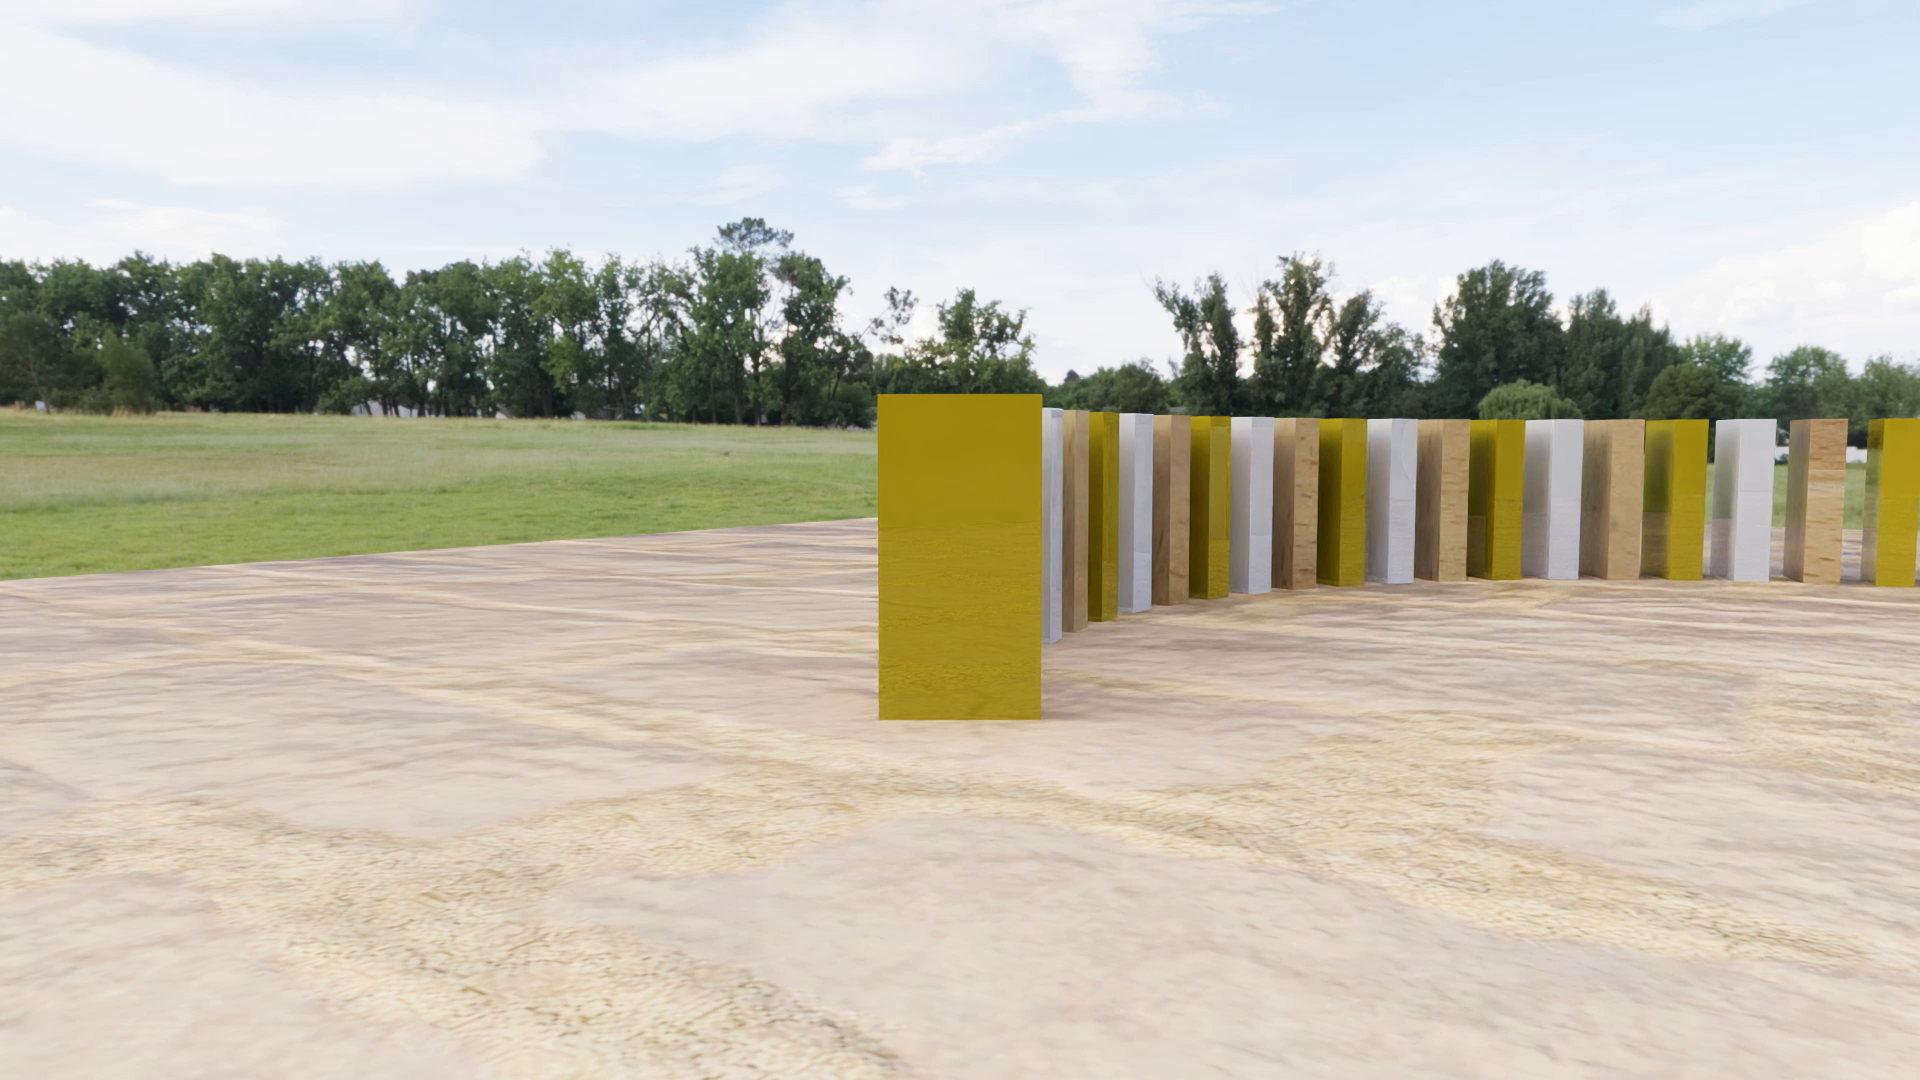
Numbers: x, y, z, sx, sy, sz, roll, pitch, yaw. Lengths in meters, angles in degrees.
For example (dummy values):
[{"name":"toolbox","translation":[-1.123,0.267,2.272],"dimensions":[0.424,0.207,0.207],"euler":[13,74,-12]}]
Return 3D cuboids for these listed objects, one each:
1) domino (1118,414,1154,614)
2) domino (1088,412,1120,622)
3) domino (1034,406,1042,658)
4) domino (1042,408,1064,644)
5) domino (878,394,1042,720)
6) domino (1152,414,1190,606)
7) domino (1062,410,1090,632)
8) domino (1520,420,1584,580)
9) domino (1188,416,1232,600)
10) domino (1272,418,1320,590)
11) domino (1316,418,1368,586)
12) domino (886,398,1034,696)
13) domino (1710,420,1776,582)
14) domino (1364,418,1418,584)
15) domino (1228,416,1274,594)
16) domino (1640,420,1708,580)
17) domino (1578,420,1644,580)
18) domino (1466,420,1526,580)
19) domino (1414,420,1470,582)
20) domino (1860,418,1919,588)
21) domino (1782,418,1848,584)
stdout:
[{"name":"domino","translation":[0.036,-0.007,0.331],"dimensions":[0.025,0.050,0.009],"euler":[3,5,36]},{"name":"domino","translation":[0.025,-0.006,0.315],"dimensions":[0.025,0.050,0.009],"euler":[2,5,30]},{"name":"domino","translation":[0.003,-0.002,0.260],"dimensions":[0.025,0.050,0.009],"euler":[1,4,12]},{"name":"domino","translation":[0.009,-0.003,0.279],"dimensions":[0.025,0.050,0.010],"euler":[1,5,19]},{"name":"domino","translation":[0.000,0.002,0.201],"dimensions":[0.025,0.050,0.009],"euler":[0,4,0]},{"name":"domino","translation":[0.049,-0.008,0.347],"dimensions":[0.025,0.050,0.009],"euler":[4,6,42]},{"name":"domino","translation":[0.016,-0.005,0.297],"dimensions":[0.025,0.050,0.009],"euler":[2,5,24]},{"name":"domino","translation":[0.188,-0.013,0.412],"dimensions":[0.009,0.050,0.025],"euler":[0,4,-2]},{"name":"domino","translation":[0.063,-0.010,0.361],"dimensions":[0.009,0.050,0.025],"euler":[-4,6,-42]},{"name":"domino","translation":[0.094,-0.011,0.384],"dimensions":[0.009,0.050,0.025],"euler":[-3,5,-31]},{"name":"domino","translation":[0.112,-0.012,0.394],"dimensions":[0.009,0.050,0.025],"euler":[-2,5,-25]},{"name":"domino","translation":[0.000,0.001,0.221],"dimensions":[0.025,0.050,0.009],"euler":[0,4,1]},{"name":"domino","translation":[0.247,-0.013,0.406],"dimensions":[0.010,0.050,0.025],"euler":[1,4,15]},{"name":"domino","translation":[0.130,-0.013,0.401],"dimensions":[0.009,0.050,0.025],"euler":[-2,5,-20]},{"name":"domino","translation":[0.078,-0.010,0.373],"dimensions":[0.009,0.050,0.025],"euler":[-3,5,-37]},{"name":"domino","translation":[0.228,-0.013,0.410],"dimensions":[0.009,0.050,0.025],"euler":[1,4,9]},{"name":"domino","translation":[0.208,-0.013,0.412],"dimensions":[0.009,0.050,0.025],"euler":[0,4,3]},{"name":"domino","translation":[0.169,-0.013,0.411],"dimensions":[0.009,0.050,0.025],"euler":[-1,4,-8]},{"name":"domino","translation":[0.149,-0.013,0.407],"dimensions":[0.009,0.050,0.025],"euler":[-1,4,-14]},{"name":"domino","translation":[0.284,-0.012,0.392],"dimensions":[0.009,0.050,0.025],"euler":[2,5,26]},{"name":"domino","translation":[0.266,-0.012,0.400],"dimensions":[0.009,0.050,0.025],"euler":[2,5,20]}]
